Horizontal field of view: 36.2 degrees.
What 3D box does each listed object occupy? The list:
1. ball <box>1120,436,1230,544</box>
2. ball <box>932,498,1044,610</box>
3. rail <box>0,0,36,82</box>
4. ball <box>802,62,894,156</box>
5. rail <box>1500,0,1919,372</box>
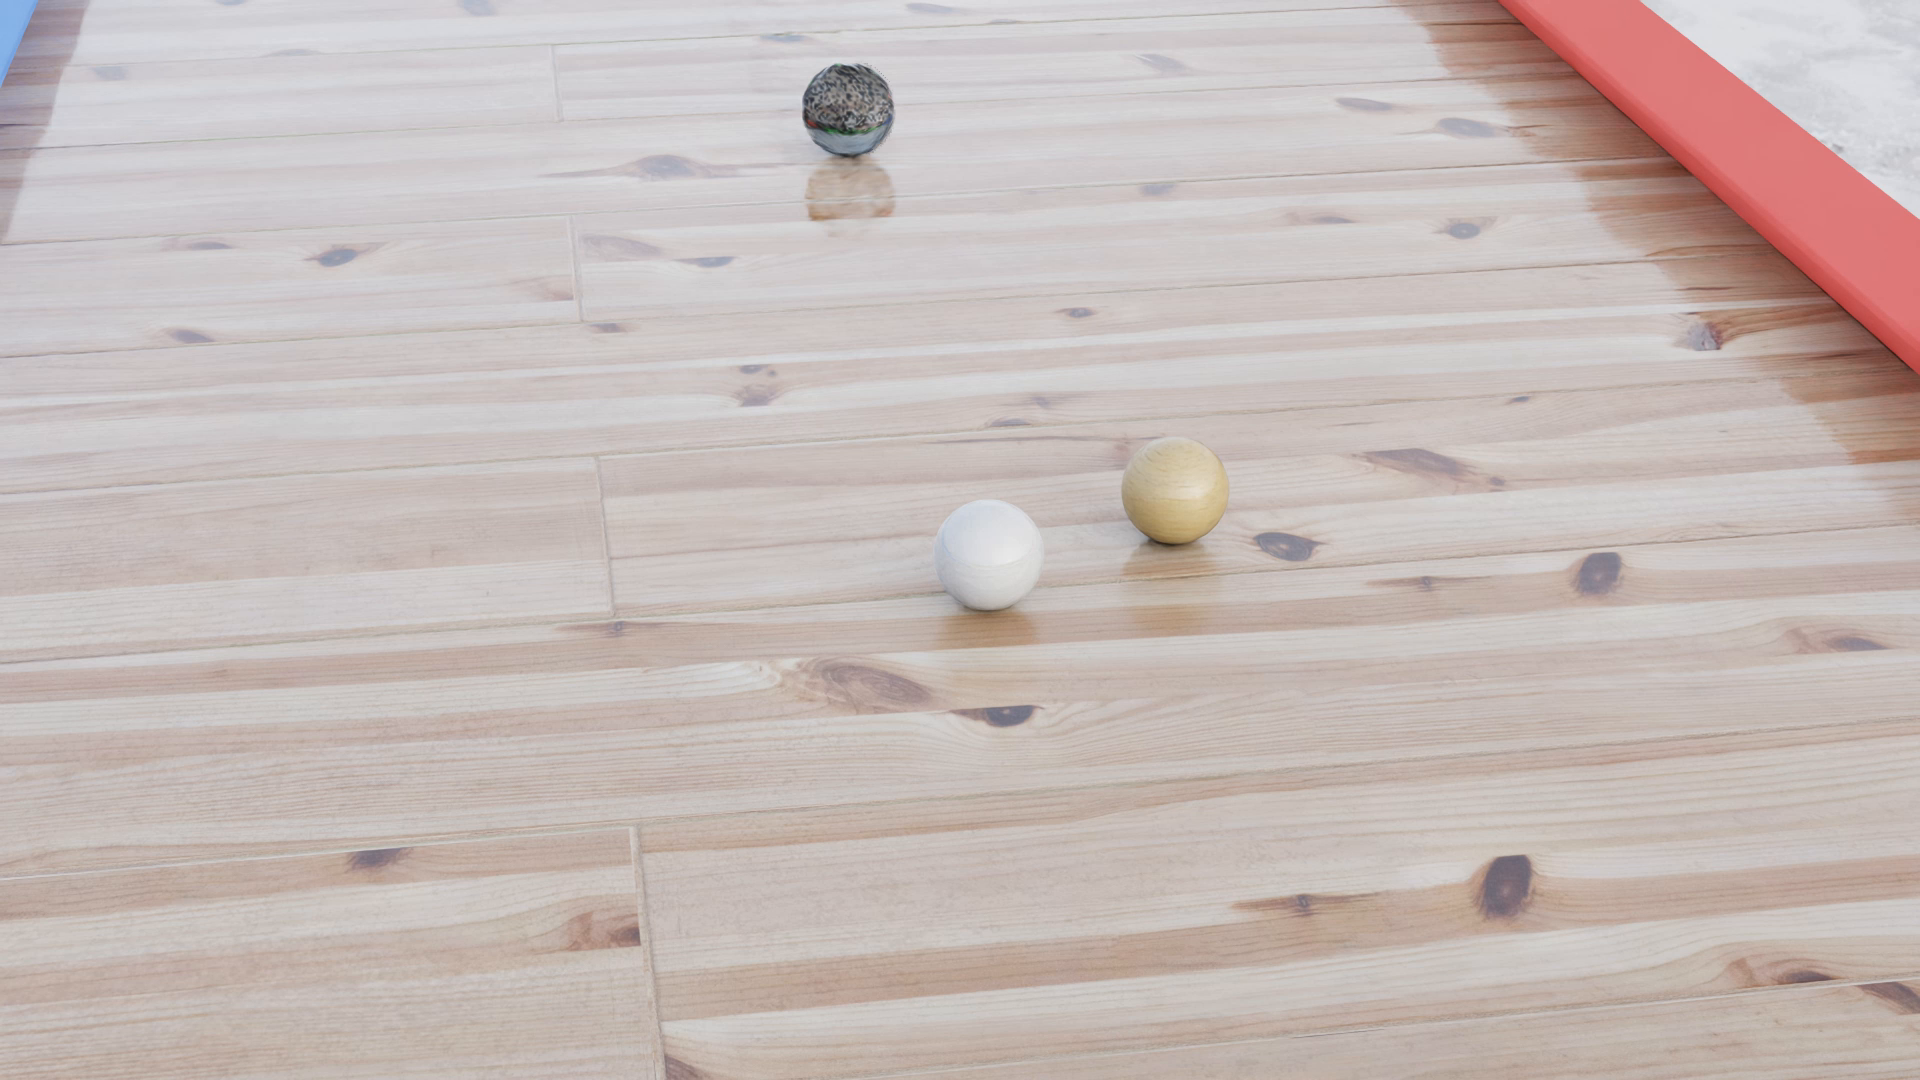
[{"bbox_3d":[0.144,-0.033,1.965,0.073,0.073,0.073,0,27,0],"label":"ball"},{"bbox_3d":[0.018,0.010,1.881,0.071,0.071,0.071,0,27,0],"label":"ball"},{"bbox_3d":[-0.858,-0.297,2.448,0.045,0.110,2.995,-4,27,-8],"label":"rail"},{"bbox_3d":[-0.101,-0.390,2.664,0.085,0.085,0.085,0,27,0],"label":"ball"},{"bbox_3d":[0.627,-0.401,2.655,0.045,0.110,2.995,-4,27,-8],"label":"rail"}]
